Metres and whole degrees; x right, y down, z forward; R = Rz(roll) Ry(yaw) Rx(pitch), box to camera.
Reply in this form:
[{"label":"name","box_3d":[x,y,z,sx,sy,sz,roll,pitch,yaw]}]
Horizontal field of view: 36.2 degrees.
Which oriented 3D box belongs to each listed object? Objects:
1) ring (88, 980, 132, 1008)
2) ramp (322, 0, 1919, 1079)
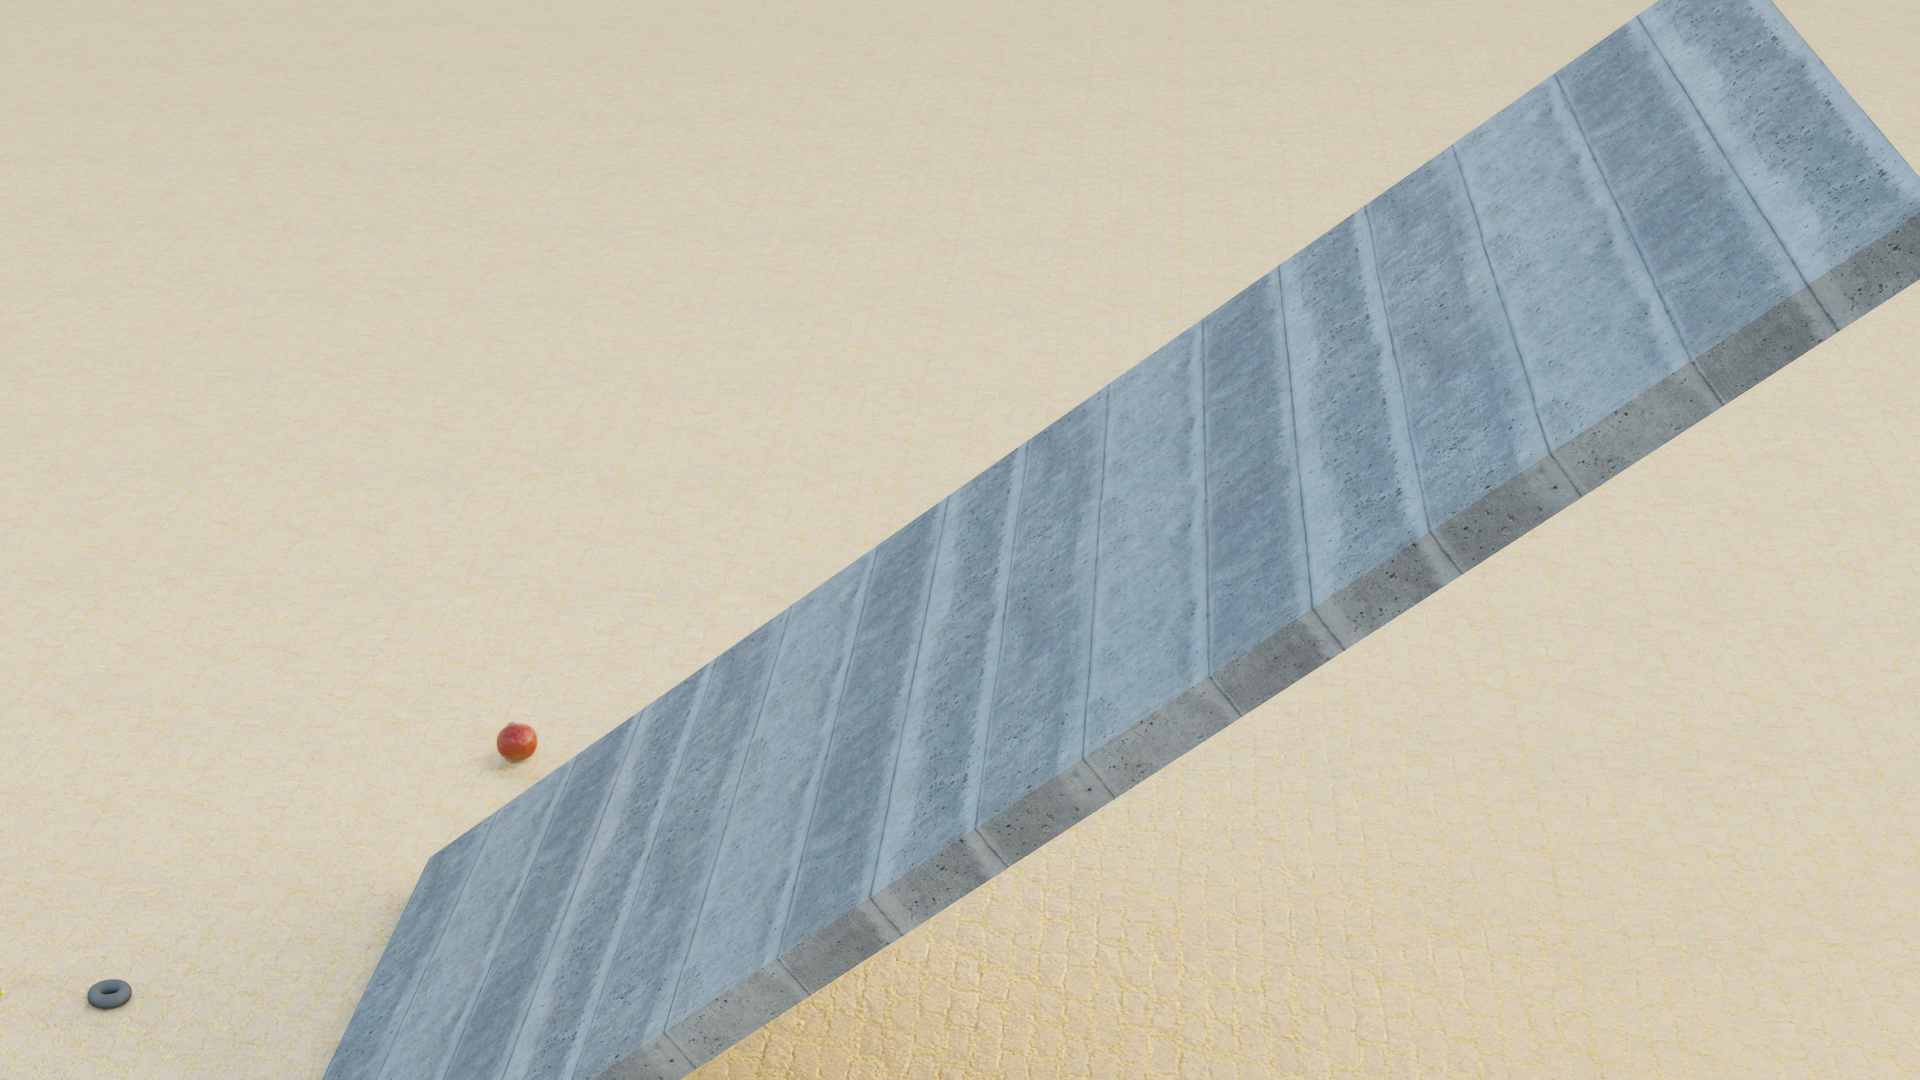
[{"label":"ring","box_3d":[-2.110,1.126,7.298,0.107,0.036,0.107,1,23,0]},{"label":"ramp","box_3d":[0.127,0.180,6.326,4.000,0.100,2.000,-35,16,17]}]
